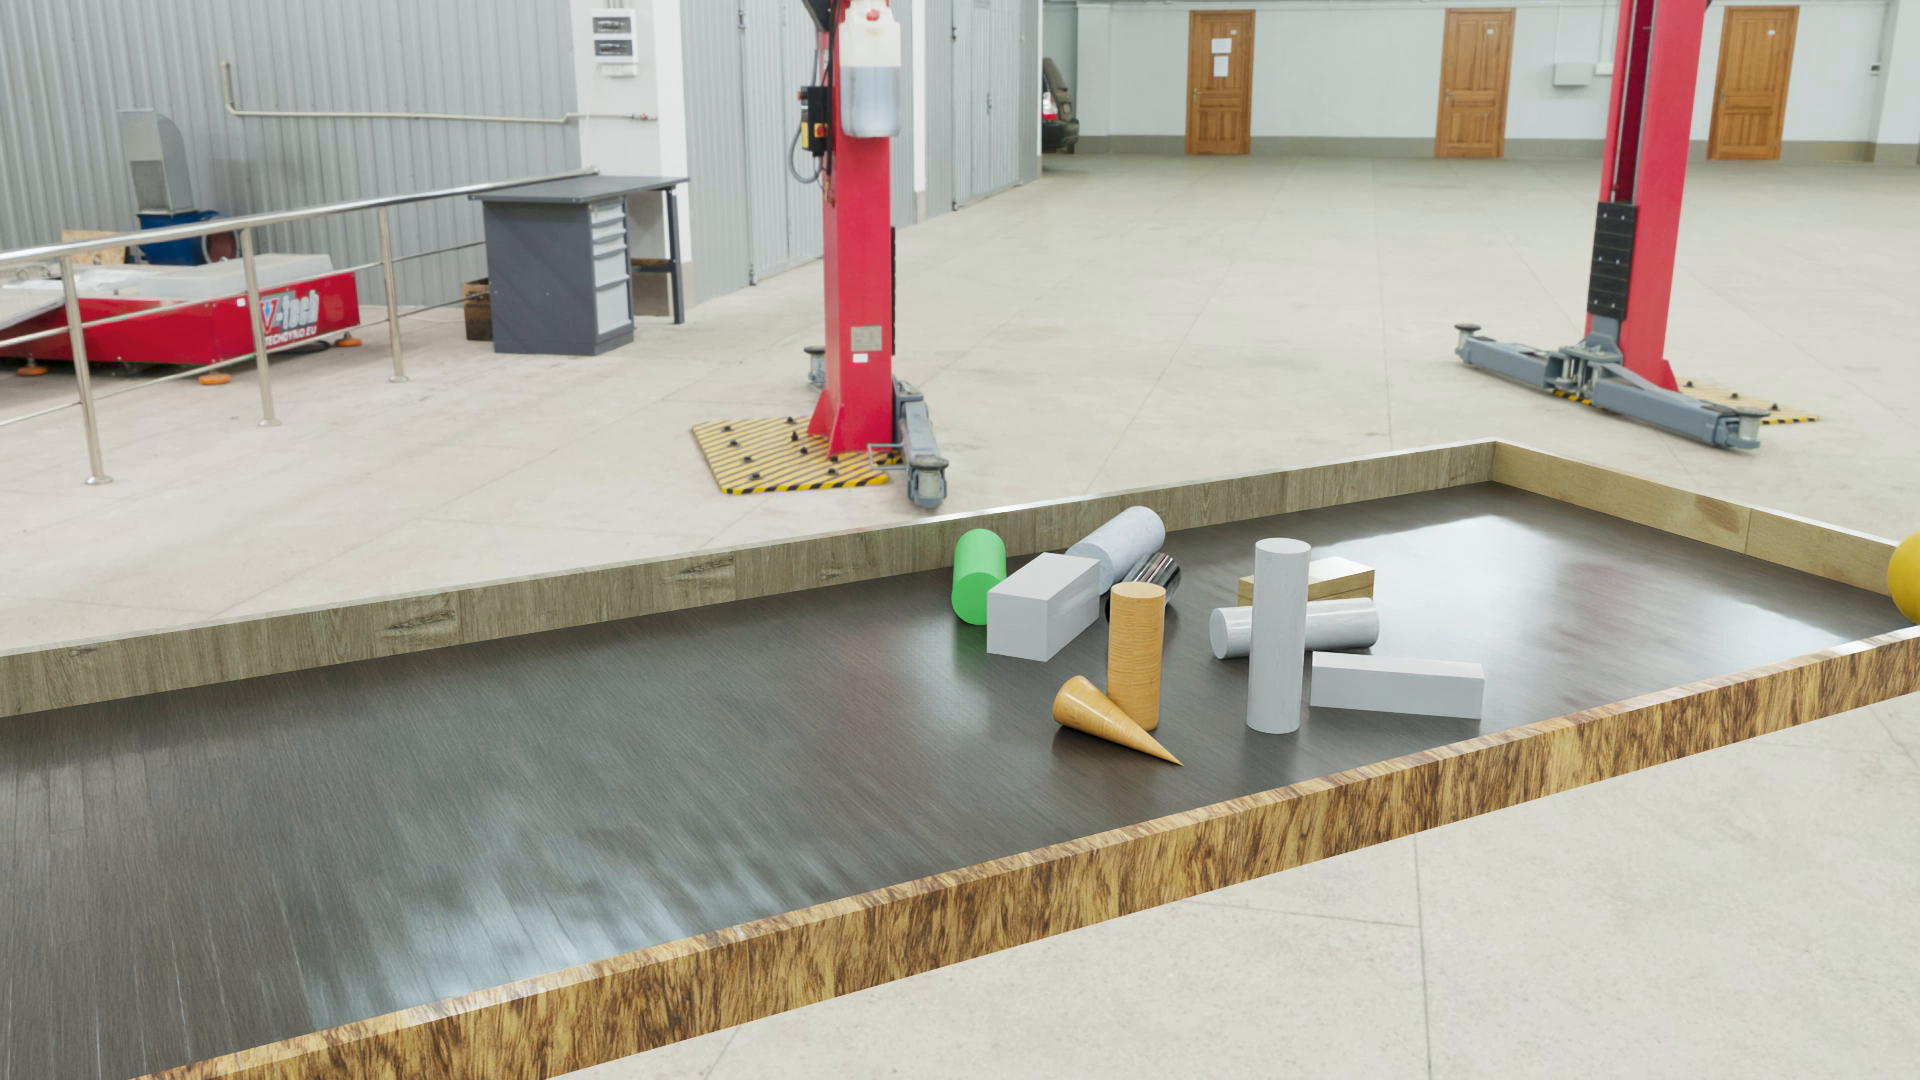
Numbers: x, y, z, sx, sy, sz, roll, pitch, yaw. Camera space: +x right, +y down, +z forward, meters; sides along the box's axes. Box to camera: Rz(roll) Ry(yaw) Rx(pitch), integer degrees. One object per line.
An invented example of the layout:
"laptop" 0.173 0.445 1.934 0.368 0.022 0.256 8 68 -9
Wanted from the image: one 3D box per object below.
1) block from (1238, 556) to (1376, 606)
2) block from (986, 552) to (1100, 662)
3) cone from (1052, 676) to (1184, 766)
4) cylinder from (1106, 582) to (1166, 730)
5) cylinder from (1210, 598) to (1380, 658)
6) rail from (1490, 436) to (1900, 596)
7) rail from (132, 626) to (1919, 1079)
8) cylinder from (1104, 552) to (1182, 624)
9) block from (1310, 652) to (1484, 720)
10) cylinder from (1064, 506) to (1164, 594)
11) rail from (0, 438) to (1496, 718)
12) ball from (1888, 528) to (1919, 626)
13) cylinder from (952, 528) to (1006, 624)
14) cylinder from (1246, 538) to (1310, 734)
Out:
"block" 0.954 0.162 4.548 0.374 0.145 0.145 -11 19 -32
"block" 0.230 0.176 4.458 0.169 0.169 0.390 8 18 24
"cone" 0.379 0.438 3.756 0.125 0.125 0.344 -16 33 -42
"cylinder" 0.408 0.272 3.846 0.126 0.326 0.126 1 16 0
"cylinder" 0.878 0.231 4.336 0.421 0.132 0.132 -4 17 -12
"rail" 2.466 -0.048 5.253 0.050 0.150 2.100 -9 18 -27
"rail" -2.336 1.006 1.665 12.000 0.150 0.050 -9 18 -27
"cylinder" 0.514 0.149 4.606 0.137 0.137 0.350 6 17 18
"block" 1.052 0.349 3.984 0.397 0.103 0.103 3 17 12
"cylinder" 0.466 0.030 4.960 0.165 0.165 0.444 8 18 25
"rail" -3.305 0.497 3.399 12.000 0.150 0.050 -9 18 -27
"ball" 2.684 0.102 4.457 0.312 0.312 0.312 0 16 0
"cylinder" 0.057 0.101 4.741 0.153 0.153 0.432 0 16 1
"cylinder" 0.737 0.222 3.824 0.124 0.437 0.124 0 16 0
